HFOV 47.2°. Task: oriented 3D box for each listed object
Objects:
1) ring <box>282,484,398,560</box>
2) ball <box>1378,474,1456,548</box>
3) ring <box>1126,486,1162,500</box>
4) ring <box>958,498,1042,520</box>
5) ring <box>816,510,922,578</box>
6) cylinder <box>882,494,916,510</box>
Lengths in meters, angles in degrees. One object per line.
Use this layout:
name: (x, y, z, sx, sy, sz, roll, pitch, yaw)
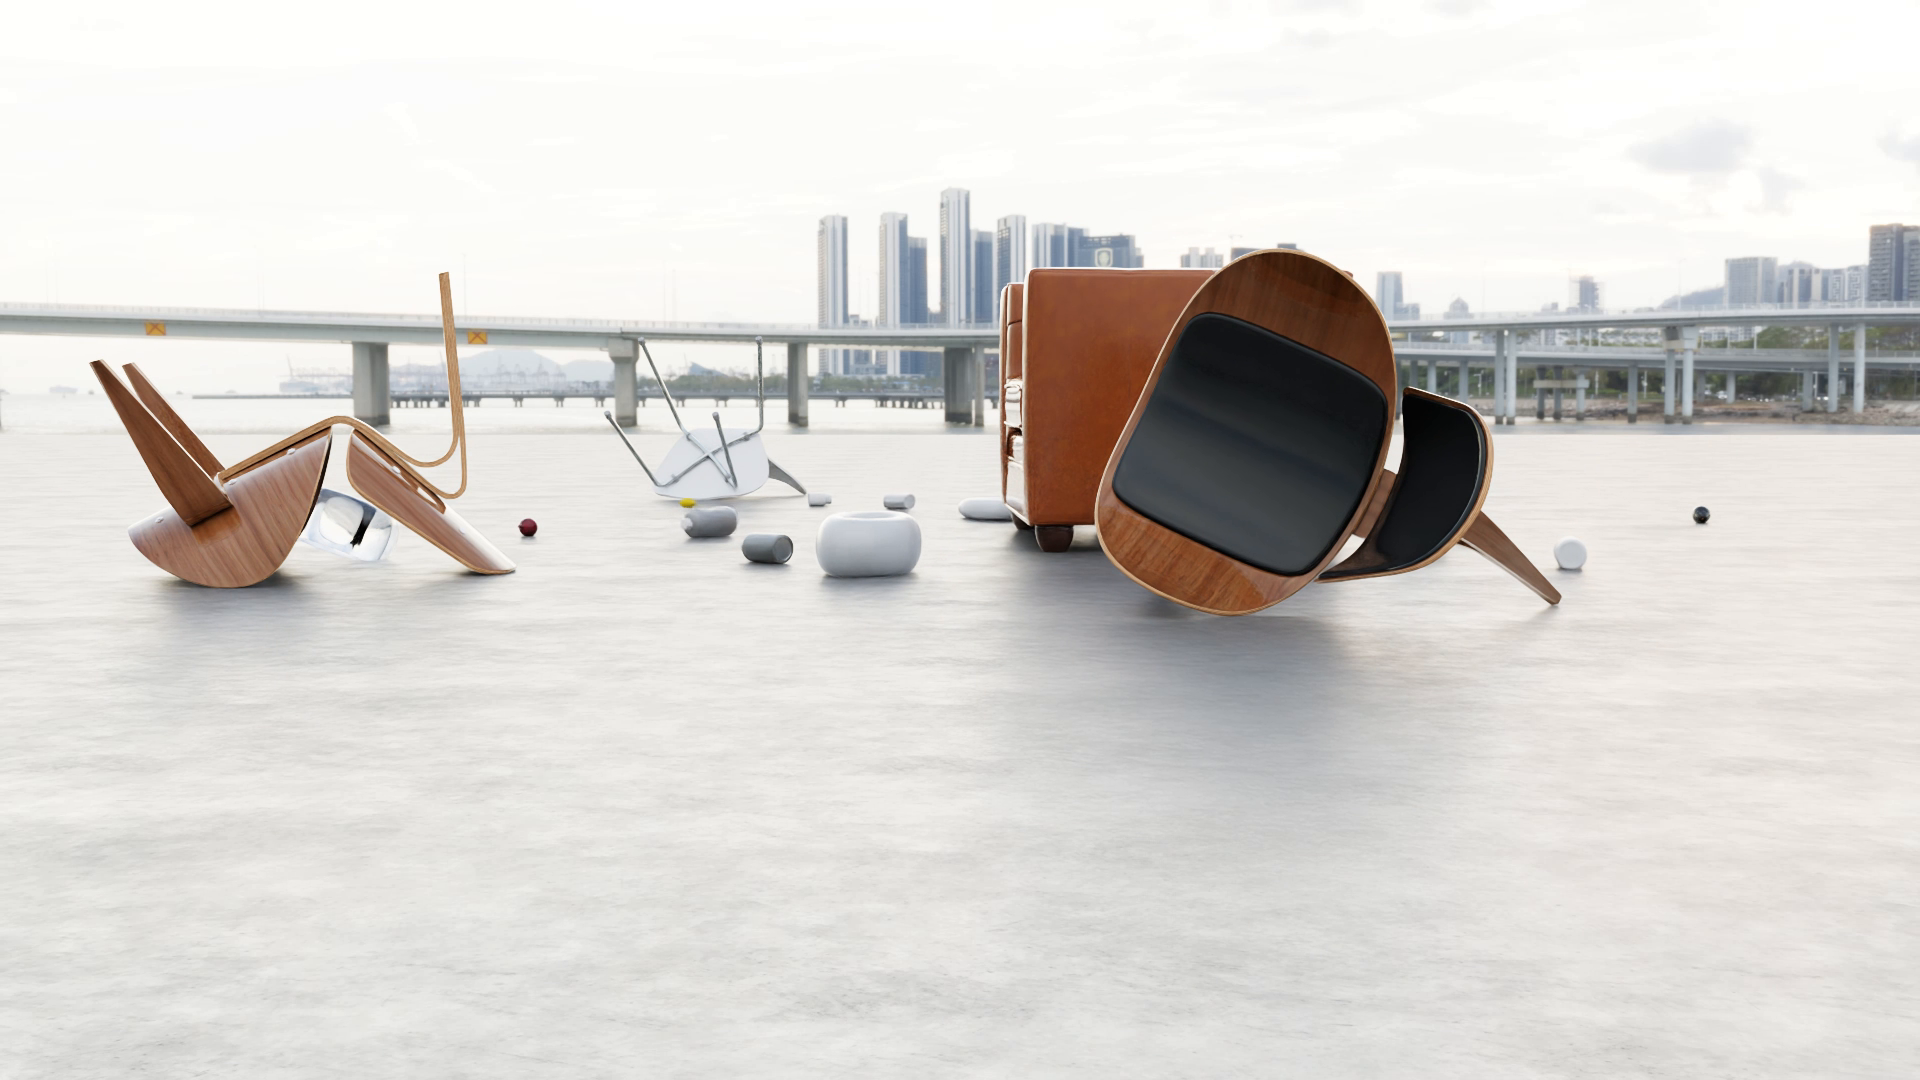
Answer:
ring: (-1.634, -0.041, 5.798, 0.314, 0.145, 0.280, 16, -10, 17)
ball: (1.282, -0.081, 6.175, 0.212, 0.212, 0.212, 0, 4, 0)
ring: (0.750, -0.188, 8.939, 0.149, 0.049, 0.125, 0, 5, -17)
ring: (0.136, -0.109, 7.618, 0.218, 0.072, 0.358, -3, 4, -41)
ring: (-0.222, 0.010, 5.372, 0.244, 0.144, 0.386, 3, 5, 16)
cylinder: (-0.227, -0.145, 8.234, 0.088, 0.059, 0.101, 2, 7, 25)
